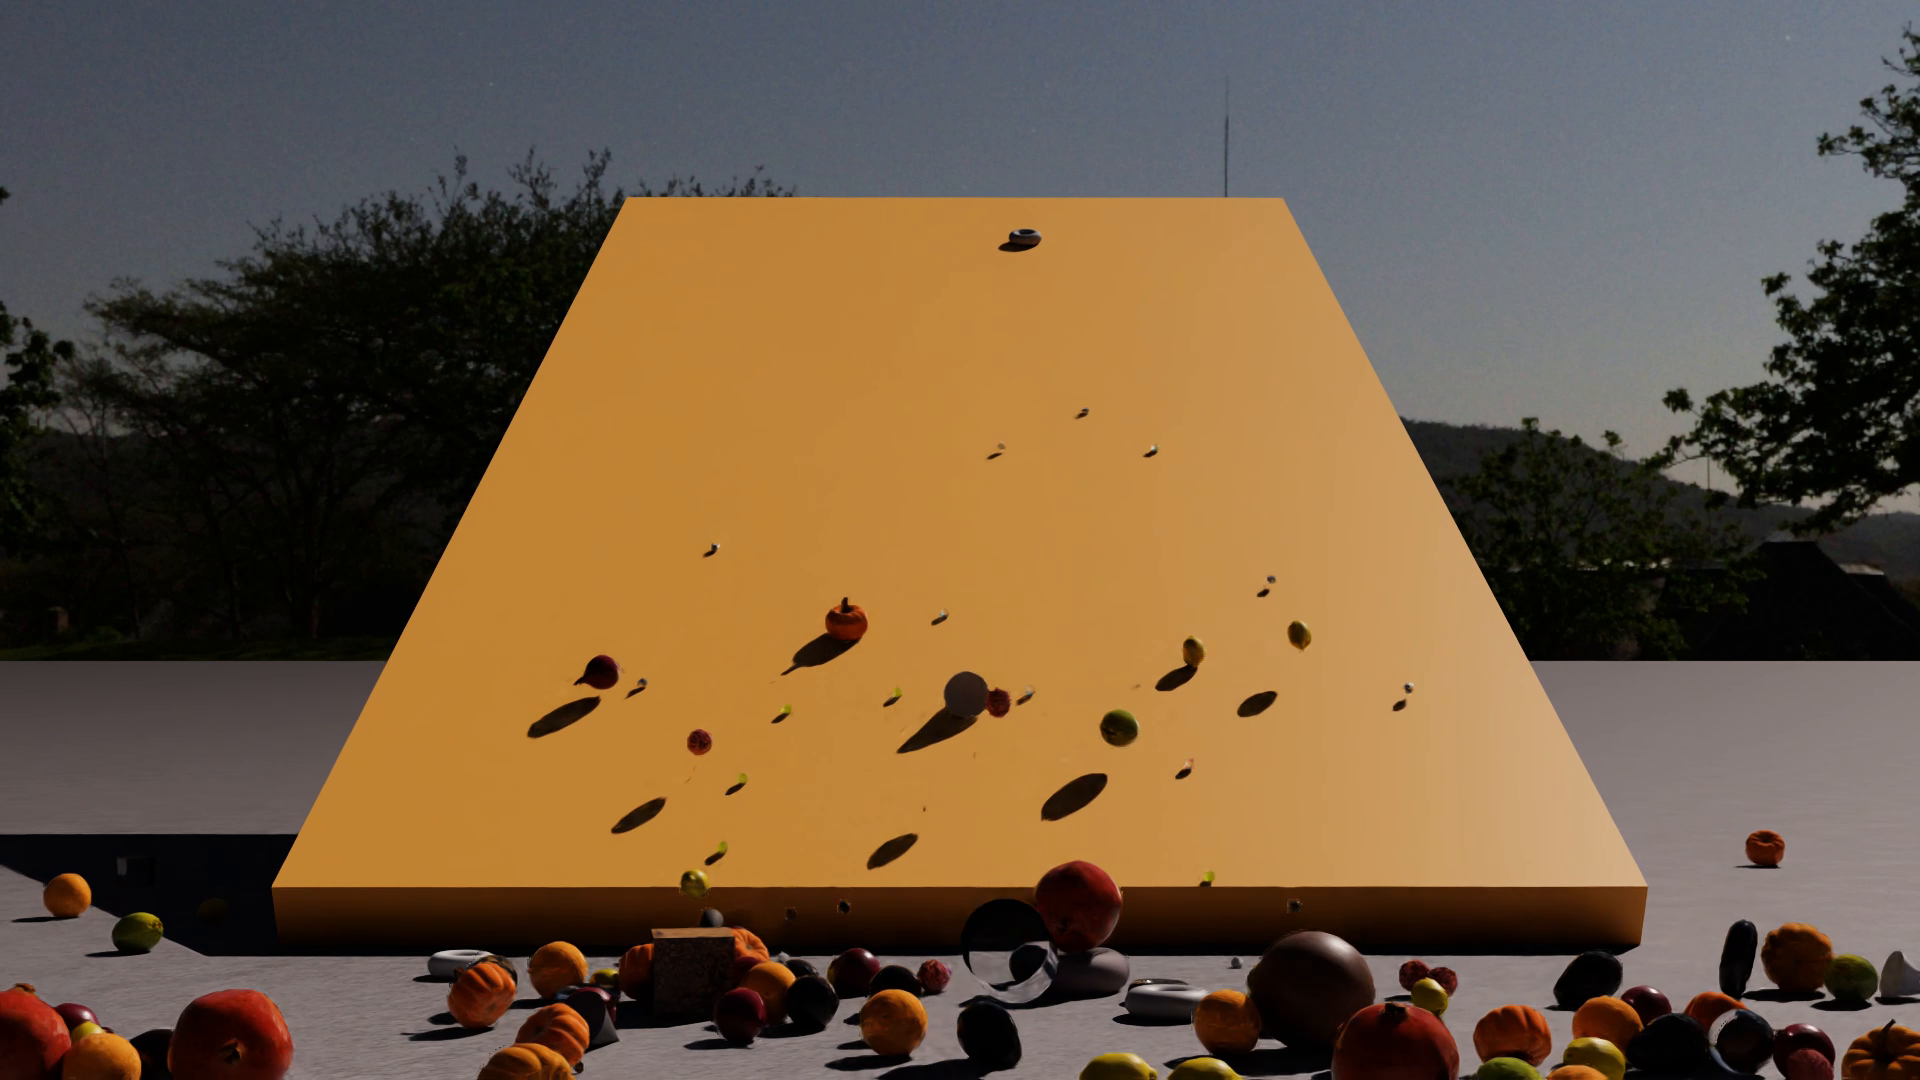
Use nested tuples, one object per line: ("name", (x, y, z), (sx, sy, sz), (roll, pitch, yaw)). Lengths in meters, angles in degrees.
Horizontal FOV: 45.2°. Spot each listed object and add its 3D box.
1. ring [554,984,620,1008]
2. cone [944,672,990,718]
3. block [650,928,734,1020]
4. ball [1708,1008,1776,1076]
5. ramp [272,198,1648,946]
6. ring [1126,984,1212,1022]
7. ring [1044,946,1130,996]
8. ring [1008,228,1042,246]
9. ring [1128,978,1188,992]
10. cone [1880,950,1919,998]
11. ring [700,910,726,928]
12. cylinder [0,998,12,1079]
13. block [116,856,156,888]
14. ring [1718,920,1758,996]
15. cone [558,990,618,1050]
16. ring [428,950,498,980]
("ring", (-0.451, 0.553, 2.792), (0.080, 0.027, 0.080), (-1, -4, 0))
("cone", (0.002, 0.261, 3.884), (0.078, 0.078, 0.078), (1, -5, -13))
("block", (-0.321, 0.517, 2.762), (0.094, 0.094, 0.094), (0, -3, -10))
("ball", (0.795, 0.511, 2.349), (0.066, 0.066, 0.066), (0, -3, 0))
("ramp", (-0.007, -0.224, 5.216), (2.000, 0.100, 4.000), (0, 23, 0))
("ring", (0.246, 0.546, 2.724), (0.103, 0.034, 0.103), (0, -4, 0))
("ring", (0.142, 0.549, 2.947), (0.150, 0.050, 0.150), (0, -3, 0))
("ring", (0.185, -0.860, 6.562), (0.094, 0.031, 0.094), (-1, 24, 0))
("ring", (0.246, 0.555, 2.835), (0.079, 0.026, 0.079), (1, -3, 0))
("cone", (1.189, 0.550, 2.871), (0.062, 0.062, 0.062), (18, -2, 2))
("ring", (-0.332, 0.528, 3.037), (0.029, 0.087, 0.087), (20, -6, -8))
("cylinder", (-0.992, 0.504, 2.312), (0.077, 0.077, 0.077), (0, -3, 0))
("block", (-1.524, 0.613, 4.267), (0.052, 0.052, 0.052), (2, -4, -39))
("ring", (0.974, 0.524, 2.890), (0.033, 0.098, 0.098), (12, 2, 25))
("cone", (-0.394, 0.538, 2.532), (0.067, 0.067, 0.067), (-2, -30, 35))
("ring", (-0.660, 0.565, 3.068), (0.093, 0.031, 0.093), (1, -3, 0))
